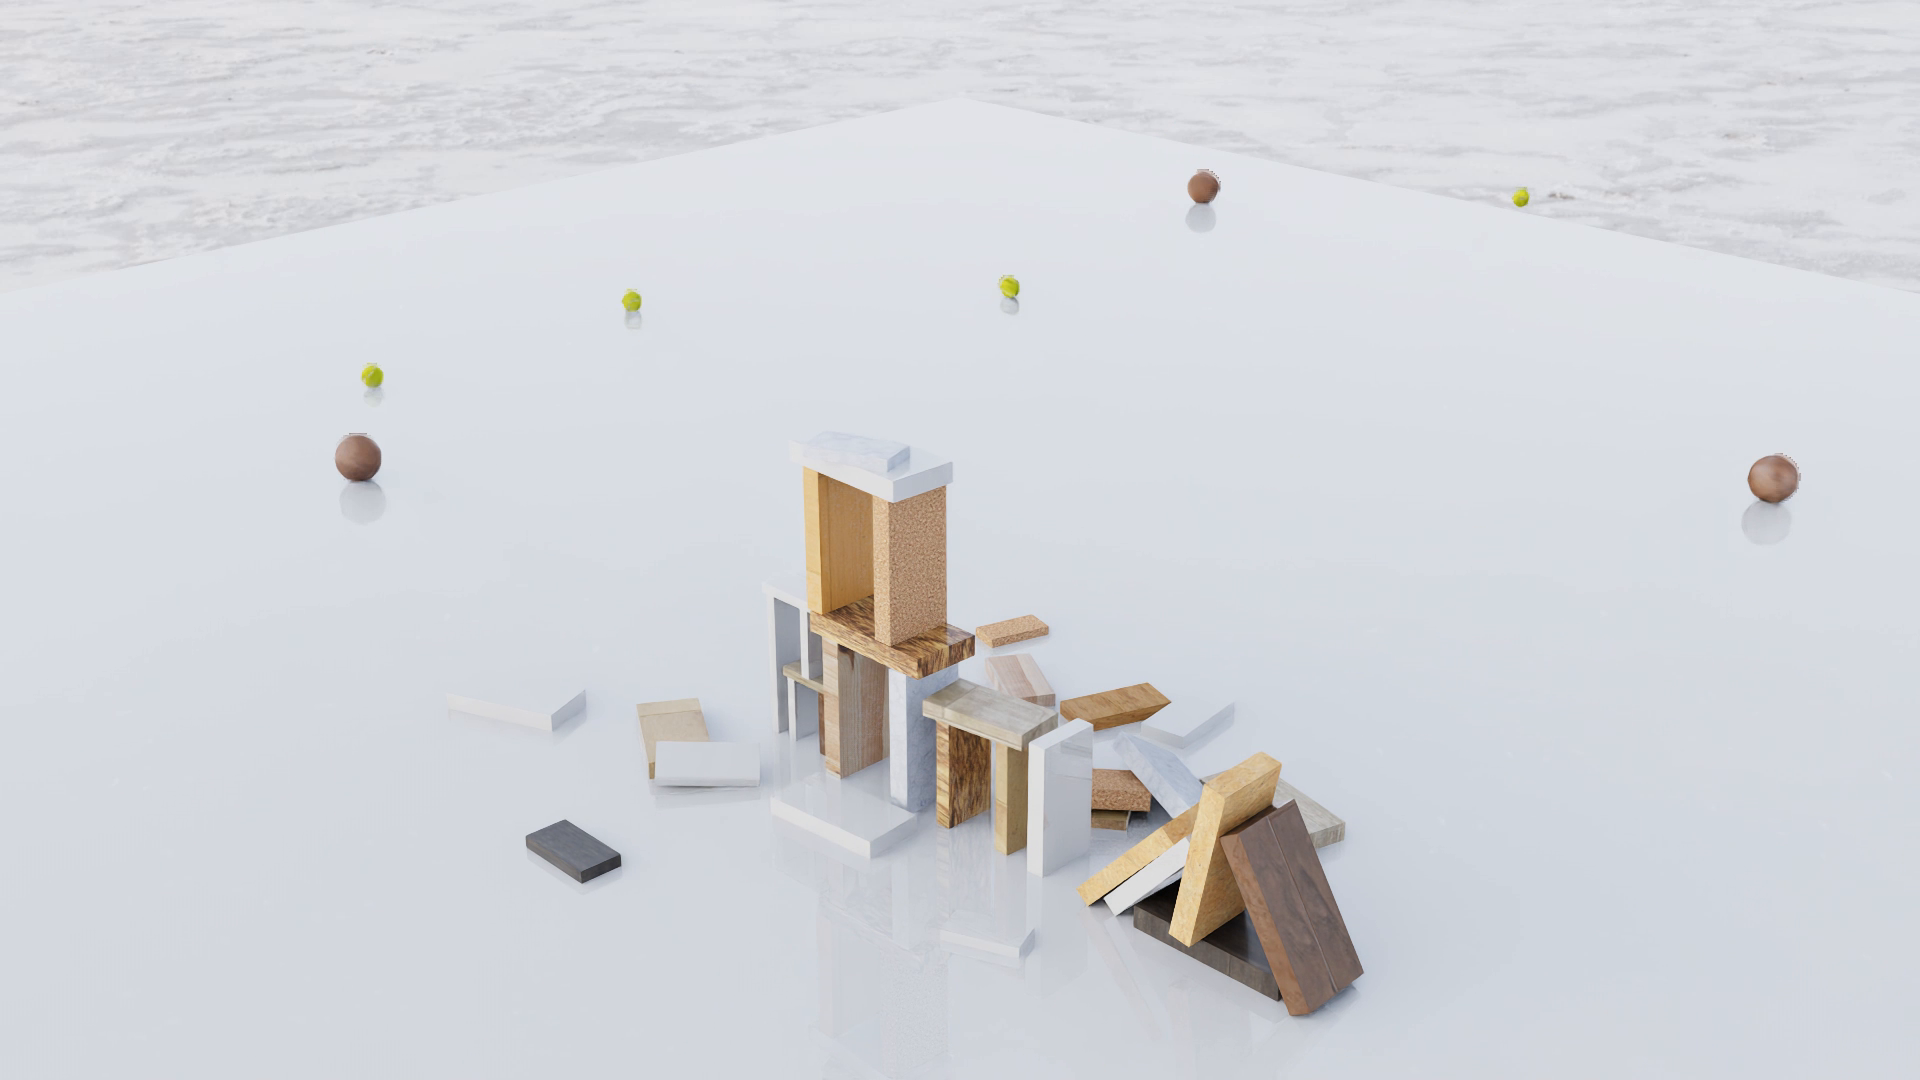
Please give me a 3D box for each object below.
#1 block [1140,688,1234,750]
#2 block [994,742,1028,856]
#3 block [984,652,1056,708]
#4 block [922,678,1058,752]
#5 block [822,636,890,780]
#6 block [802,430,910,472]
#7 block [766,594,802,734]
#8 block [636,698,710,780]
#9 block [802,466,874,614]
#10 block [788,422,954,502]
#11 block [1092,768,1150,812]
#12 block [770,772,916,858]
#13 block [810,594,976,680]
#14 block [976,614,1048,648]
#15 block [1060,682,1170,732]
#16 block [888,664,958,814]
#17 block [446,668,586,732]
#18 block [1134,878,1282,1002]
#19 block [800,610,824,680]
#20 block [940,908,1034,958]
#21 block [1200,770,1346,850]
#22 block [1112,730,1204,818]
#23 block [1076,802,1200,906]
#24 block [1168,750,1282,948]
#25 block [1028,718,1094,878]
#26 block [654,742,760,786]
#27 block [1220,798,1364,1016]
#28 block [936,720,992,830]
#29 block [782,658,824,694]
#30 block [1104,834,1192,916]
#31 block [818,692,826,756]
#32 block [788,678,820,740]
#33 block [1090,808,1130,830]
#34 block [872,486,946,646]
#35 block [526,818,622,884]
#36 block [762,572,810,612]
[{"bbox_3d":[0.499,0.389,4.805,0.107,0.030,0.213,17,28,34],"label":"block"},{"bbox_3d":[0.126,0.487,4.305,0.121,0.241,0.034,-18,29,-36],"label":"block"},{"bbox_3d":[0.135,0.320,4.969,0.107,0.030,0.213,-6,24,-13],"label":"block"},{"bbox_3d":[0.059,0.340,4.299,0.241,0.034,0.121,17,28,34],"label":"block"},{"bbox_3d":[-0.209,0.325,4.589,0.045,0.318,0.159,21,31,40],"label":"block"},{"bbox_3d":[-0.202,-0.174,4.292,0.187,0.027,0.094,11,26,24],"label":"block"},{"bbox_3d":[-0.373,0.256,4.740,0.022,0.326,0.079,21,31,41],"label":"block"},{"bbox_3d":[-0.612,0.423,4.715,0.137,0.039,0.274,-5,24,-12],"label":"block"},{"bbox_3d":[-0.242,-0.020,4.478,0.044,0.313,0.157,21,31,41],"label":"block"},{"bbox_3d":[-0.177,-0.157,4.342,0.157,0.044,0.313,-20,30,-39],"label":"block"},{"bbox_3d":[0.238,0.503,4.467,0.289,0.041,0.144,3,11,1],"label":"block"},{"bbox_3d":[-0.235,0.550,4.414,0.274,0.039,0.137,19,29,37],"label":"block"},{"bbox_3d":[-0.138,0.188,4.447,0.159,0.045,0.318,-21,31,-40],"label":"block"},{"bbox_3d":[0.124,0.216,5.224,0.156,0.022,0.078,-12,26,-26],"label":"block"},{"bbox_3d":[0.344,0.370,4.851,0.222,0.030,0.107,-10,25,-23],"label":"block"},{"bbox_3d":[-0.072,0.384,4.449,0.045,0.318,0.159,19,29,37],"label":"block"},{"bbox_3d":[-0.985,0.353,4.880,0.274,0.039,0.137,10,25,22],"label":"block"},{"bbox_3d":[0.498,0.718,4.007,0.167,0.047,0.334,-21,31,-40],"label":"block"},{"bbox_3d":[-0.299,0.208,4.638,0.022,0.158,0.079,21,31,41],"label":"block"},{"bbox_3d":[0.051,0.721,4.033,0.156,0.022,0.078,10,25,22],"label":"block"},{"bbox_3d":[0.626,0.542,4.432,0.144,0.041,0.289,-13,26,-28],"label":"block"},{"bbox_3d":[0.443,0.508,4.423,0.144,0.041,0.376,25,11,-28],"label":"block"},{"bbox_3d":[0.347,0.581,4.092,0.140,0.280,0.040,-24,76,-44],"label":"block"},{"bbox_3d":[0.471,0.550,3.912,0.047,0.334,0.167,31,36,33],"label":"block"},{"bbox_3d":[0.193,0.497,4.232,0.040,0.280,0.140,21,31,40],"label":"block"},{"bbox_3d":[-0.523,0.465,4.567,0.215,0.027,0.094,2,47,-6],"label":"block"},{"bbox_3d":[0.582,0.641,3.852,0.167,0.334,0.047,-23,1,-42],"label":"block"},{"bbox_3d":[0.008,0.446,4.401,0.034,0.241,0.121,21,31,40],"label":"block"},{"bbox_3d":[-0.300,0.289,4.677,0.147,0.021,0.073,21,31,41],"label":"block"},{"bbox_3d":[0.394,0.596,4.055,0.140,0.280,0.040,-22,73,-41],"label":"block"},{"bbox_3d":[-0.266,0.380,4.678,0.021,0.147,0.073,21,31,41],"label":"block"},{"bbox_3d":[-0.335,0.353,4.741,0.021,0.147,0.073,21,31,41],"label":"block"},{"bbox_3d":[0.263,0.550,4.436,0.156,0.022,0.078,4,23,10],"label":"block"},{"bbox_3d":[-0.098,0.038,4.342,0.157,0.313,0.044,-21,31,-41],"label":"block"},{"bbox_3d":[-0.756,0.607,4.296,0.094,0.027,0.187,-21,31,-40],"label":"block"},{"bbox_3d":[-0.336,0.111,4.637,0.158,0.022,0.079,21,31,41],"label":"block"}]
